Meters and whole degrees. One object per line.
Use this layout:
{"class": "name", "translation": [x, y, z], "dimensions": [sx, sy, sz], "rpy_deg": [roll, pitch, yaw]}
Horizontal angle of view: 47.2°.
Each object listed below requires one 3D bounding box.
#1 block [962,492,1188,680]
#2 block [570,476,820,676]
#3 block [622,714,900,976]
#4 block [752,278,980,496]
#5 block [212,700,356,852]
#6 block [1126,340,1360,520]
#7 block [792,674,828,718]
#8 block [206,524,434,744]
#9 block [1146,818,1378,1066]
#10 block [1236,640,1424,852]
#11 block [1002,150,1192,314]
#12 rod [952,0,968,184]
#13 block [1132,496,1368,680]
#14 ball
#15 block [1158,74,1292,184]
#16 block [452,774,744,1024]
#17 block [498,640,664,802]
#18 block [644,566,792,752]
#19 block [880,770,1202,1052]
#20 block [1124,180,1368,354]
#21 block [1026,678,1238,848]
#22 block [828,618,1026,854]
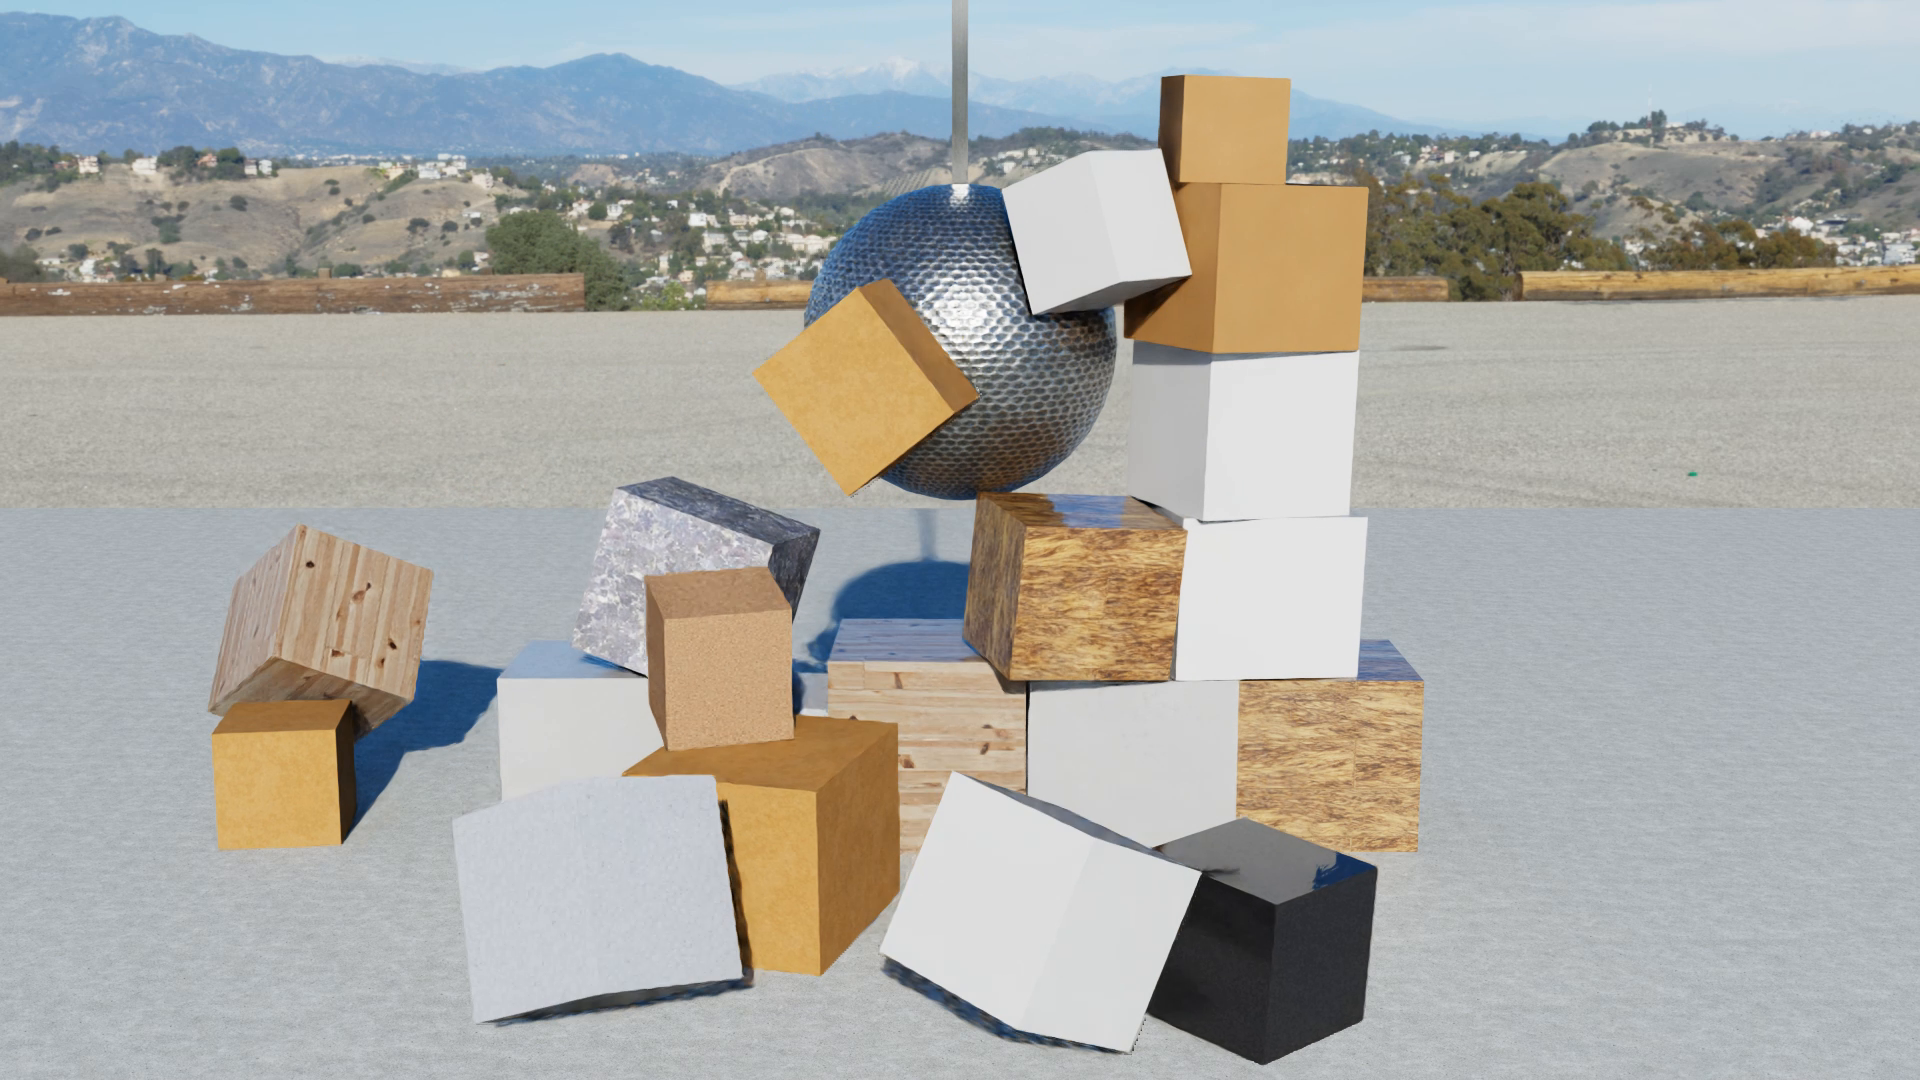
{"class": "block", "translation": [0.552, 0.222, 10.809], "dimensions": [0.825, 0.753, 0.724], "rpy_deg": [1, 14, -19]}
{"class": "block", "translation": [-1.329, 0.237, 11.142], "dimensions": [0.857, 0.835, 0.771], "rpy_deg": [20, 10, 11]}
{"class": "block", "translation": [-0.867, 1.326, 9.886], "dimensions": [0.895, 0.823, 1.036], "rpy_deg": [3, 12, 17]}
{"class": "block", "translation": [-0.415, -0.706, 10.002], "dimensions": [0.617, 0.695, 0.639], "rpy_deg": [-37, 2, 15]}
{"class": "block", "translation": [-3.457, 1.197, 11.291], "dimensions": [0.597, 0.605, 0.616], "rpy_deg": [-1, 10, -8]}
{"class": "block", "translation": [1.396, -0.579, 10.963], "dimensions": [0.815, 0.815, 0.808], "rpy_deg": [-2, 11, -23]}
{"class": "block", "translation": [-1.052, 1.127, 11.376], "dimensions": [0.790, 0.713, 0.746], "rpy_deg": [0, 10, 0]}
{"class": "block", "translation": [-3.470, 0.549, 11.950], "dimensions": [0.790, 0.791, 0.856], "rpy_deg": [23, -37, -32]}
{"class": "block", "translation": [1.176, 1.591, 8.828], "dimensions": [0.640, 0.664, 0.684], "rpy_deg": [-10, 18, -43]}
{"class": "block", "translation": [1.829, 1.045, 11.364], "dimensions": [0.916, 0.879, 0.917], "rpy_deg": [0, 10, 0]}
{"class": "block", "translation": [0.645, -1.452, 10.372], "dimensions": [0.529, 0.615, 0.565], "rpy_deg": [-12, -3, -45]}
{"class": "rod", "translation": [0.000, -4.329, 10.463], "dimensions": [0.080, 5.200, 0.080], "rpy_deg": [0, 12, 0]}
{"class": "block", "translation": [1.426, 0.205, 11.179], "dimensions": [0.944, 0.804, 0.911], "rpy_deg": [0, 11, -12]}
{"class": "ball", "translation": [0.000, -1.001, 11.160], "dimensions": [1.600, 1.600, 1.600], "rpy_deg": [0, 10, 0]}
{"class": "block", "translation": [1.258, -1.964, 10.539], "dimensions": [0.511, 0.492, 0.482], "rpy_deg": [0, 10, -8]}
{"class": "block", "translation": [-1.418, 1.394, 8.567], "dimensions": [0.788, 0.796, 0.689], "rpy_deg": [-21, -17, 40]}
{"class": "block", "translation": [-1.875, 1.042, 11.379], "dimensions": [0.829, 0.878, 0.846], "rpy_deg": [0, 10, 0]}
{"class": "block", "translation": [-1.098, 0.529, 9.986], "dimensions": [0.568, 0.626, 0.576], "rpy_deg": [-4, 20, -15]}
{"class": "block", "translation": [0.303, 1.391, 8.233], "dimensions": [0.726, 0.725, 0.704], "rpy_deg": [20, -3, 42]}
{"class": "block", "translation": [1.381, -1.345, 10.712], "dimensions": [0.853, 0.780, 0.779], "rpy_deg": [-4, 12, -28]}
{"class": "block", "translation": [0.854, 1.037, 11.352], "dimensions": [1.026, 0.898, 1.066], "rpy_deg": [0, 10, 0]}
{"class": "block", "translation": [-0.153, 0.994, 11.326], "dimensions": [0.971, 0.987, 0.953], "rpy_deg": [0, 11, 1]}
